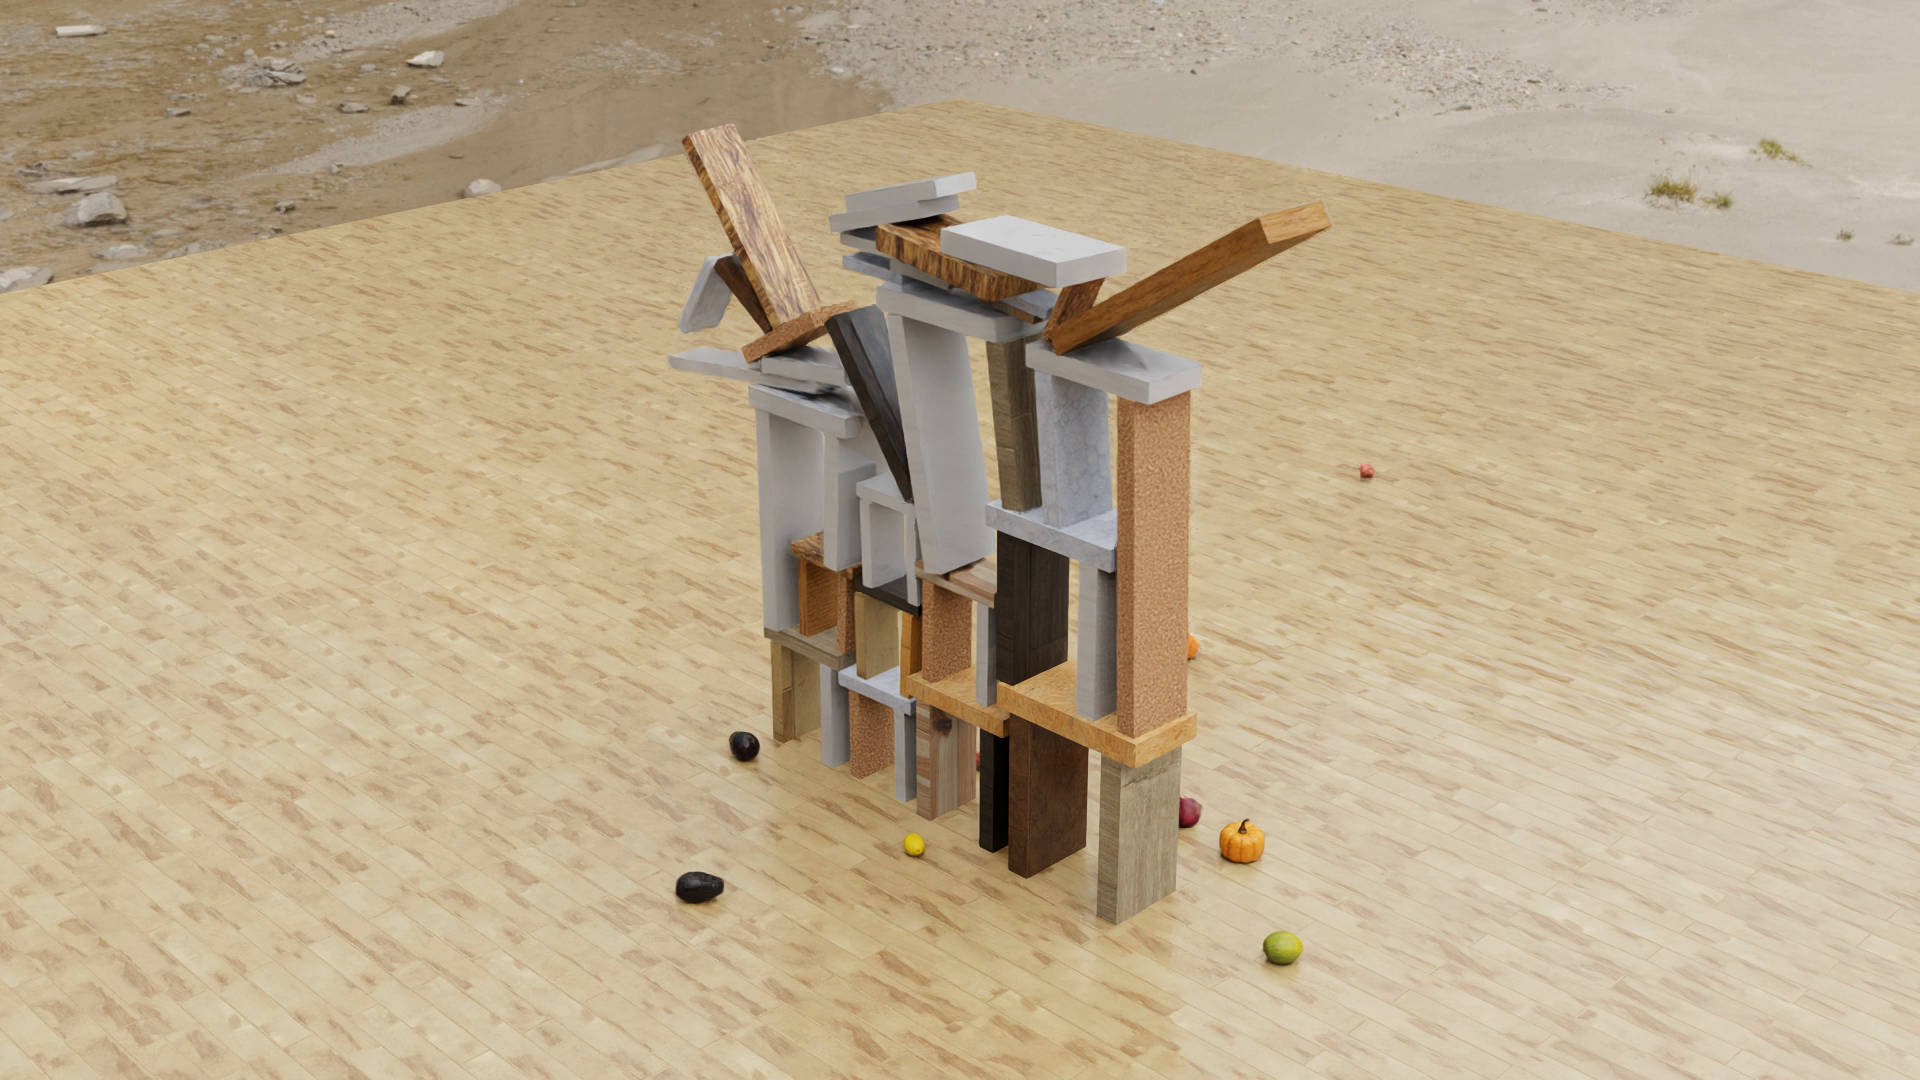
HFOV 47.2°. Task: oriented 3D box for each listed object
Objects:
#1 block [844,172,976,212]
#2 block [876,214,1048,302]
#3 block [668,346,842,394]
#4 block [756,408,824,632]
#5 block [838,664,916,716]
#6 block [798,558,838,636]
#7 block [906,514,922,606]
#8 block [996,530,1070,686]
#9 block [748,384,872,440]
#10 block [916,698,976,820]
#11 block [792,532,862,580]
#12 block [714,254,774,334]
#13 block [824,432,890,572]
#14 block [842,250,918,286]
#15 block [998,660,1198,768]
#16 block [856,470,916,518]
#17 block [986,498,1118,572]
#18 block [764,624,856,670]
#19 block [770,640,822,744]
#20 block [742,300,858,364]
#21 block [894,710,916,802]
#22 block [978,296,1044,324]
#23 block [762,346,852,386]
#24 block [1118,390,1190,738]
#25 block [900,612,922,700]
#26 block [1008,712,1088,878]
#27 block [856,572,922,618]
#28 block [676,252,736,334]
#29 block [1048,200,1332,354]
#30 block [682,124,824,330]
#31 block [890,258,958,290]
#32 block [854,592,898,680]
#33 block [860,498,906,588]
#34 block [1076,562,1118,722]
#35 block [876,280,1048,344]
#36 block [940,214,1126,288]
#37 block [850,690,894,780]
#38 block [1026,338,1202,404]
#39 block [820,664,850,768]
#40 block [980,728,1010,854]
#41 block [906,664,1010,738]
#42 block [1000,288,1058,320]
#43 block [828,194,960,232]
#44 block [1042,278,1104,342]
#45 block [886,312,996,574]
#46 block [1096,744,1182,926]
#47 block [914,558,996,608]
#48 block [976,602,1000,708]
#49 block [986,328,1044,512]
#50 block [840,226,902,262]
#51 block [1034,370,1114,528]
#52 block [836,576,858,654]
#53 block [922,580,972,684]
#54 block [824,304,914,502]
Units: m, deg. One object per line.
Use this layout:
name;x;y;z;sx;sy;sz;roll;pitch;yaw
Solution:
block;-0.092;-0.642;4.061;0.226;0.032;0.113;-2;14;41
block;0.009;-0.515;3.978;0.157;0.044;0.313;-19;35;-38
block;-0.415;-0.350;4.510;0.465;0.027;0.094;13;25;43
block;-0.350;-0.059;4.582;0.041;0.493;0.145;20;30;39
block;-0.139;0.297;4.496;0.206;0.029;0.103;20;30;39
block;-0.296;0.105;4.597;0.025;0.177;0.089;21;30;40
block;-0.061;0.027;4.301;0.027;0.188;0.094;20;31;41
block;0.137;0.107;4.118;0.152;0.304;0.043;-21;31;-41
block;-0.273;-0.273;4.397;0.291;0.041;0.145;21;30;41
block;-0.027;0.421;4.430;0.037;0.265;0.132;21;31;41
block;-0.252;0.032;4.505;0.177;0.025;0.089;22;31;38
block;-0.405;-0.501;4.436;0.094;0.027;0.187;-24;68;-42
block;-0.203;-0.094;4.401;0.145;0.291;0.041;-20;33;-40
block;-0.136;-0.517;4.152;0.081;0.023;0.163;-21;31;-40
block;0.252;0.315;4.078;0.343;0.049;0.171;21;31;41
block;-0.104;-0.088;4.297;0.188;0.027;0.094;20;30;41
block;0.208;-0.025;3.984;0.304;0.043;0.152;21;31;41
block;-0.292;0.206;4.630;0.235;0.033;0.117;21;31;41
block;-0.349;0.309;4.732;0.117;0.235;0.033;-21;32;-41
block;-0.318;-0.414;4.382;0.122;0.034;0.243;-20;0;-41
block;-0.087;0.424;4.499;0.029;0.206;0.103;20;30;39
block;0.106;-0.423;3.927;0.070;0.020;0.140;-21;36;-40
block;-0.267;-0.346;4.359;0.243;0.034;0.122;13;23;43
block;0.340;0.037;3.863;0.141;0.630;0.040;-20;28;-38
block;-0.076;0.217;4.404;0.027;0.187;0.094;24;33;38
block;0.171;0.464;4.229;0.049;0.343;0.171;21;31;41
block;-0.113;0.102;4.403;0.094;0.027;0.187;-20;30;-39
block;-0.512;-0.510;4.541;0.094;0.187;0.027;-19;59;-43
block;0.370;-0.428;3.631;0.157;0.044;0.531;-20;-2;-39
block;-0.412;-0.627;4.392;0.113;0.425;0.032;-22;-6;-38
block;-0.046;-0.498;4.052;0.081;0.023;0.163;-20;31;-39
block;-0.170;0.182;4.488;0.027;0.187;0.094;20;30;40
block;-0.153;-0.006;4.383;0.027;0.188;0.094;19;29;41
block;0.280;0.163;3.986;0.043;0.304;0.152;21;31;41
block;0.009;-0.432;4.036;0.155;0.044;0.310;-21;30;-40
block;0.125;-0.506;3.840;0.157;0.044;0.313;-17;27;-35
block;-0.182;0.386;4.586;0.103;0.206;0.029;-21;31;-41
block;0.265;-0.303;3.804;0.141;0.040;0.283;-21;31;-41
block;-0.238;0.351;4.632;0.117;0.235;0.033;-21;31;-40
block;0.098;0.470;4.315;0.037;0.265;0.132;21;31;41
block;0.035;0.306;4.314;0.132;0.037;0.265;-21;31;-40
block;0.128;-0.427;3.894;0.070;0.020;0.139;-20;35;-39
block;-0.124;-0.610;4.096;0.226;0.032;0.113;-2;14;41
block;0.196;-0.404;3.820;0.070;0.140;0.020;-15;57;-33
block;-0.033;-0.197;4.182;0.155;0.502;0.044;-21;19;-41
block;0.333;0.527;4.080;0.049;0.343;0.171;21;31;41
block;0.027;0.071;4.229;0.108;0.030;0.215;-21;31;-41
block;0.080;0.204;4.231;0.030;0.215;0.108;22;31;40
block;0.131;-0.223;3.993;0.044;0.310;0.155;11;24;44
block;-0.141;-0.559;4.132;0.163;0.023;0.081;22;32;40
block;0.204;-0.177;3.922;0.141;0.283;0.040;-21;25;-40
block;-0.210;0.139;4.516;0.089;0.177;0.025;-21;35;-40
block;-0.025;0.164;4.324;0.108;0.215;0.030;-21;32;-41
block;-0.132;-0.267;4.250;0.121;0.382;0.034;-21;-5;-43
